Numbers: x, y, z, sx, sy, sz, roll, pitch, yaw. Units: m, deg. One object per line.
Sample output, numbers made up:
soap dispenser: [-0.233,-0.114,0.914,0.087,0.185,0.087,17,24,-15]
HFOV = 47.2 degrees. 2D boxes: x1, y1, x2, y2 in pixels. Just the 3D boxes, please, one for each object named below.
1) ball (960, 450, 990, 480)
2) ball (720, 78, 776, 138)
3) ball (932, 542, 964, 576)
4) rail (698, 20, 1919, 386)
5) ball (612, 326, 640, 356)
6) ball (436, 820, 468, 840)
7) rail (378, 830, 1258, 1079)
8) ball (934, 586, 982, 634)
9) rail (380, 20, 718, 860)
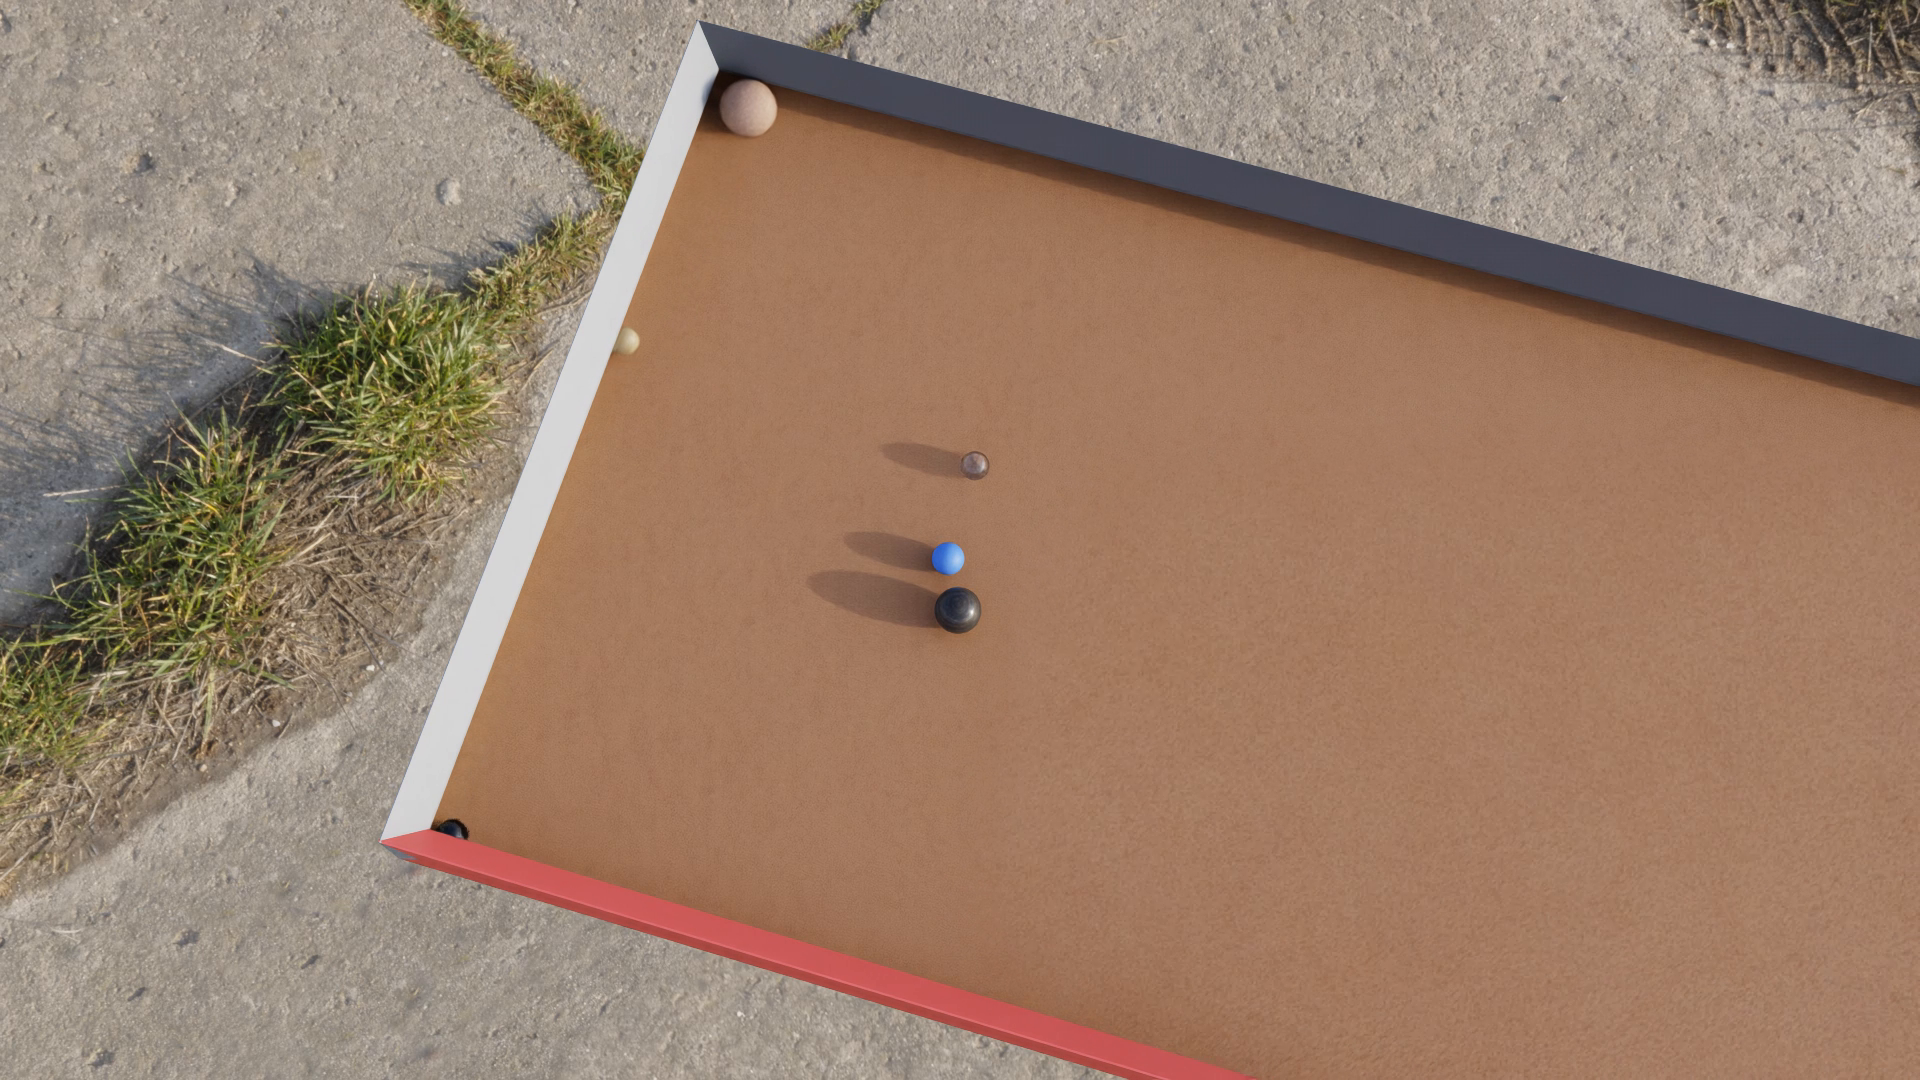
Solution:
ball: [0.024,-0.117,3.473,0.047,0.047,0.047,0,71,0]
ball: [-0.352,-0.718,3.655,0.095,0.095,0.095,0,71,0]
ball: [-0.019,0.029,3.421,0.051,0.051,0.051,0,71,0]
rail: [0.834,-0.458,3.549,2.658,0.124,0.045,16,72,5]
ball: [-0.541,-0.320,3.543,0.047,0.047,0.047,0,71,0]
ball: [-0.758,0.441,3.280,0.049,0.049,0.049,0,71,0]
rail: [0.440,0.793,3.118,2.658,0.124,0.045,16,72,5]
ball: [-0.003,0.108,3.382,0.073,0.073,0.073,0,71,0]
rail: [-0.614,-0.185,3.455,0.045,0.124,1.429,16,72,5]
